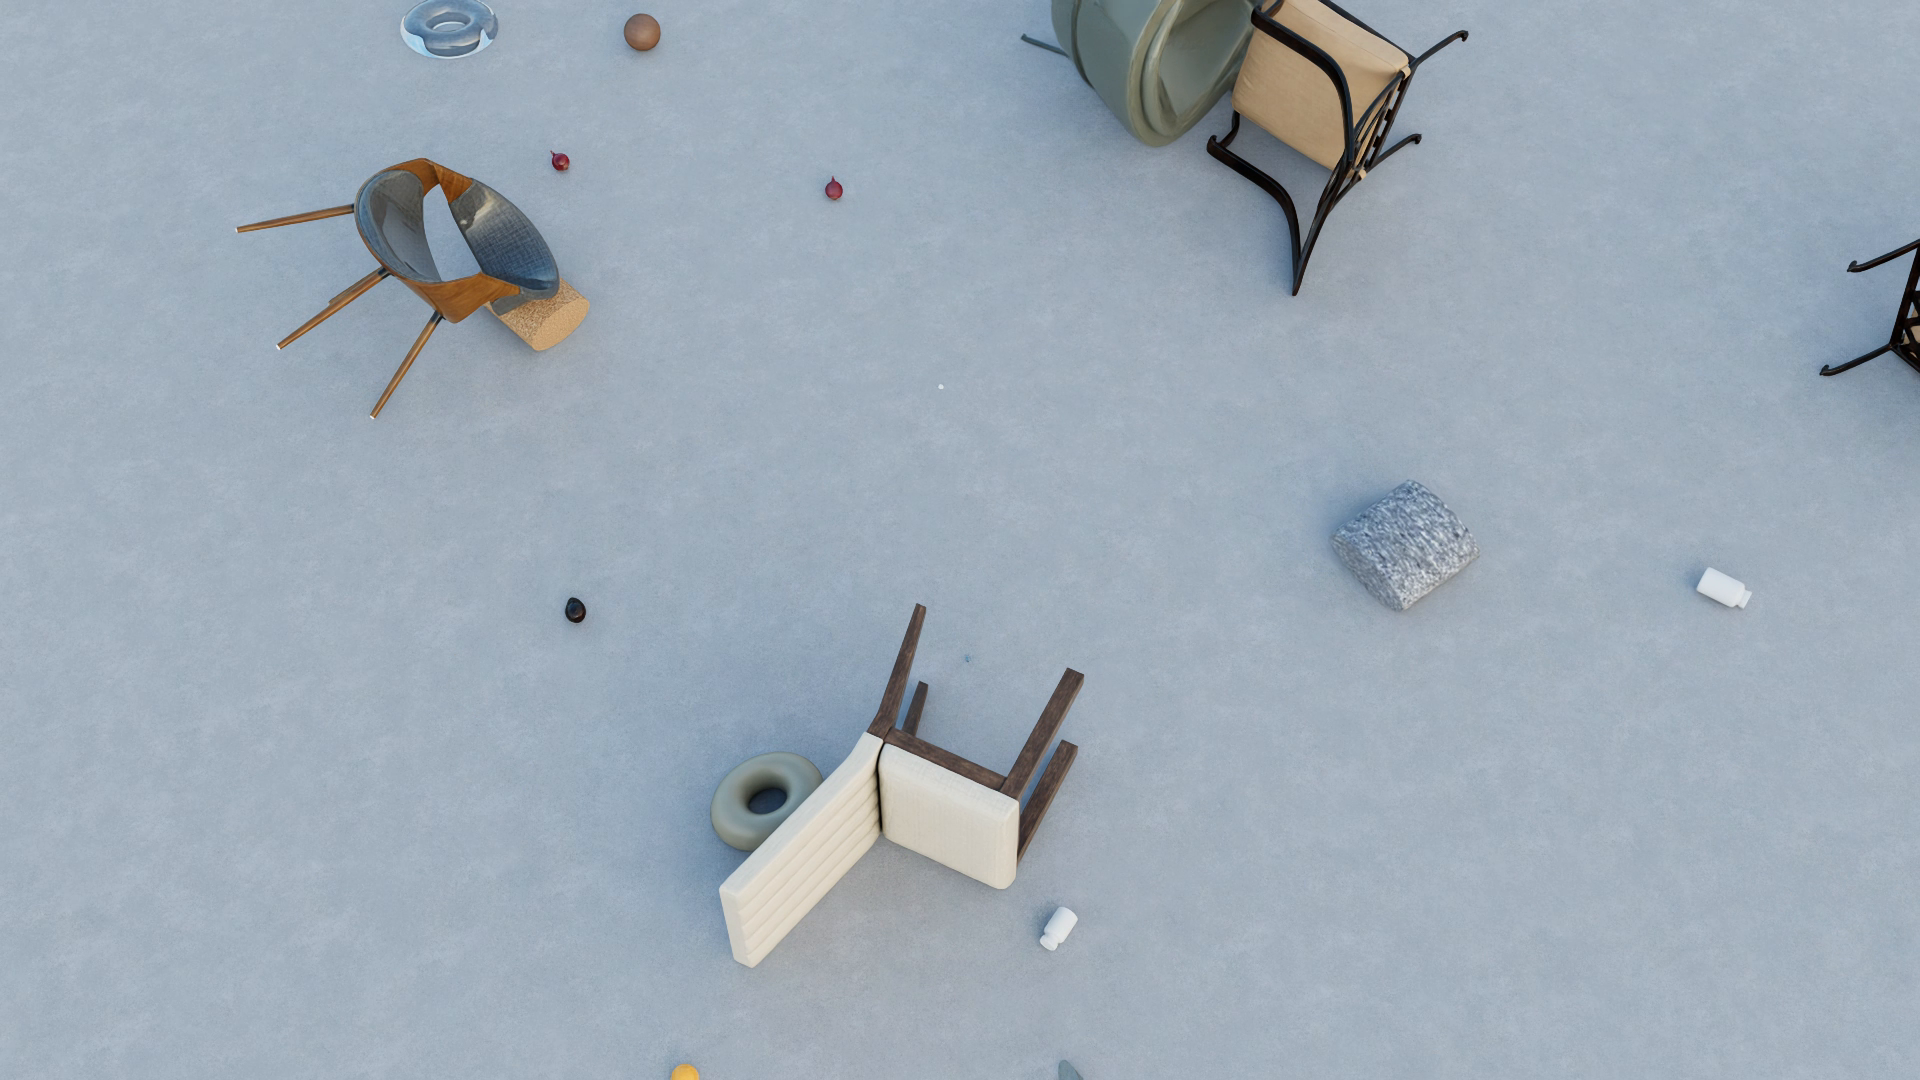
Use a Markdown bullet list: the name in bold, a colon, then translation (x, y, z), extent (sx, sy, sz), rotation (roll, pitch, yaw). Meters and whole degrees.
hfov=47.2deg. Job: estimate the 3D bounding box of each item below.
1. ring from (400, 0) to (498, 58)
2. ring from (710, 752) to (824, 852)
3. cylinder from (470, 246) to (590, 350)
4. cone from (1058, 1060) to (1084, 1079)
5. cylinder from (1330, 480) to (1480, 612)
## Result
- **ring**: translation (-1.793, -1.801, 7.723), extent (0.342, 0.100, 0.272), rotation (-3, 55, -3)
- **ring**: translation (-0.526, 0.715, 6.016), extent (0.330, 0.133, 0.262), rotation (-28, 62, -17)
- **cylinder**: translation (-1.370, -0.772, 7.007), extent (0.312, 0.141, 0.235), rotation (40, 70, 23)
- **cone**: translation (0.301, 1.387, 5.625), extent (0.052, 0.070, 0.127), rotation (6, 47, -38)
- **cylinder**: translation (1.311, 0.015, 6.482), extent (0.314, 0.133, 0.319), rotation (-33, 67, -20)
